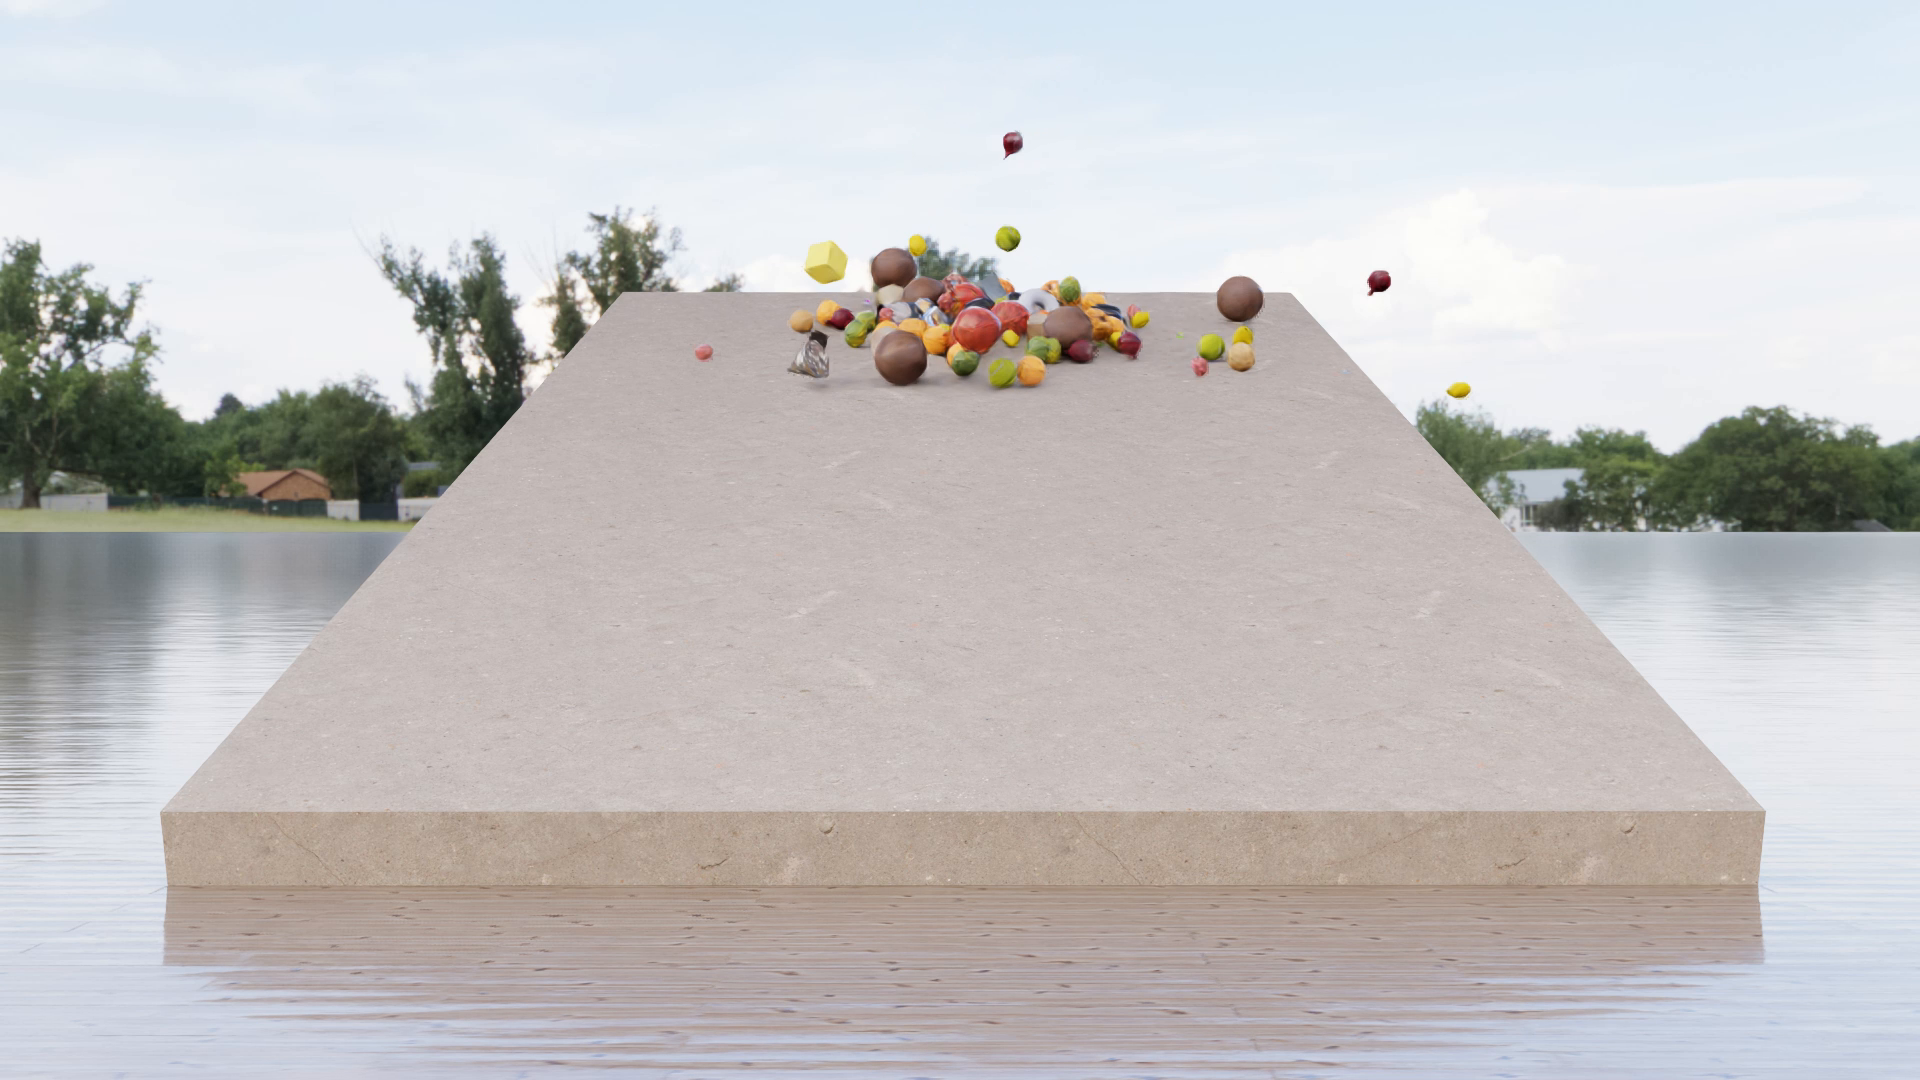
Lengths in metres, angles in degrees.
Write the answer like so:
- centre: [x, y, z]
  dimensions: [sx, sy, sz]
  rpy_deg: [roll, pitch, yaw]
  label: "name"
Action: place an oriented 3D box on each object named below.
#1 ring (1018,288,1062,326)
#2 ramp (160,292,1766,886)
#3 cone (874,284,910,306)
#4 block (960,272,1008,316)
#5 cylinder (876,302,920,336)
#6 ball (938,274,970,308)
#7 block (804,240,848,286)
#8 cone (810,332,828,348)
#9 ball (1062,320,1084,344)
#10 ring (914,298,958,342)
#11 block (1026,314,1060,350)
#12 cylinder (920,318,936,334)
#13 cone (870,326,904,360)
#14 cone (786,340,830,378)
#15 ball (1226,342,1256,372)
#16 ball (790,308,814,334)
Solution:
- centre: [0.214, -0.619, 5.947]
  dimensions: [0.132, 0.132, 0.044]
  rpy_deg: [0, -24, -27]
  label: "ring"
- centre: [-0.002, -0.154, 4.681]
  dimensions: [2.000, 0.100, 4.000]
  rpy_deg: [0, 16, 0]
  label: "ramp"
- centre: [-0.188, -0.645, 6.163]
  dimensions: [0.099, 0.099, 0.099]
  rpy_deg: [0, 42, -6]
  label: "cone"
- centre: [0.068, -0.683, 6.132]
  dimensions: [0.079, 0.079, 0.079]
  rpy_deg: [-25, 7, 41]
  label: "block"
- centre: [-0.167, -0.589, 5.880]
  dimensions: [0.089, 0.089, 0.089]
  rpy_deg: [-6, 3, -23]
  label: "cylinder"
- centre: [-0.016, -0.715, 6.317]
  dimensions: [0.096, 0.096, 0.096]
  rpy_deg: [0, 0, 0]
  label: "ball"
- centre: [-0.374, -0.777, 6.170]
  dimensions: [0.081, 0.081, 0.081]
  rpy_deg: [-9, -34, 33]
  label: "block"
- centre: [-0.353, -0.522, 5.698]
  dimensions: [0.053, 0.053, 0.053]
  rpy_deg: [0, 20, 32]
  label: "cone"
- centre: [0.297, -0.545, 5.775]
  dimensions: [0.062, 0.062, 0.062]
  rpy_deg: [0, 0, 0]
  label: "ball"
- centre: [-0.062, -0.579, 5.801]
  dimensions: [0.048, 0.145, 0.145]
  rpy_deg: [-45, 0, 0]
  label: "ring"
- centre: [0.216, -0.539, 5.707]
  dimensions: [0.072, 0.072, 0.072]
  rpy_deg: [3, 28, 14]
  label: "block"
- centre: [-0.073, -0.586, 5.907]
  dimensions: [0.050, 0.050, 0.050]
  rpy_deg: [0, -22, 19]
  label: "cylinder"
- centre: [-0.182, -0.492, 5.628]
  dimensions: [0.086, 0.086, 0.086]
  rpy_deg: [0, -11, 5]
  label: "cone"
- centre: [-0.376, -0.415, 5.220]
  dimensions: [0.096, 0.096, 0.096]
  rpy_deg: [-16, -8, 30]
  label: "cone"
- centre: [0.693, -0.451, 5.424]
  dimensions: [0.071, 0.071, 0.071]
  rpy_deg: [0, 0, 0]
  label: "ball"
- centre: [-0.425, -0.589, 5.924]
  dimensions: [0.065, 0.065, 0.065]
  rpy_deg: [0, 0, 0]
  label: "ball"
